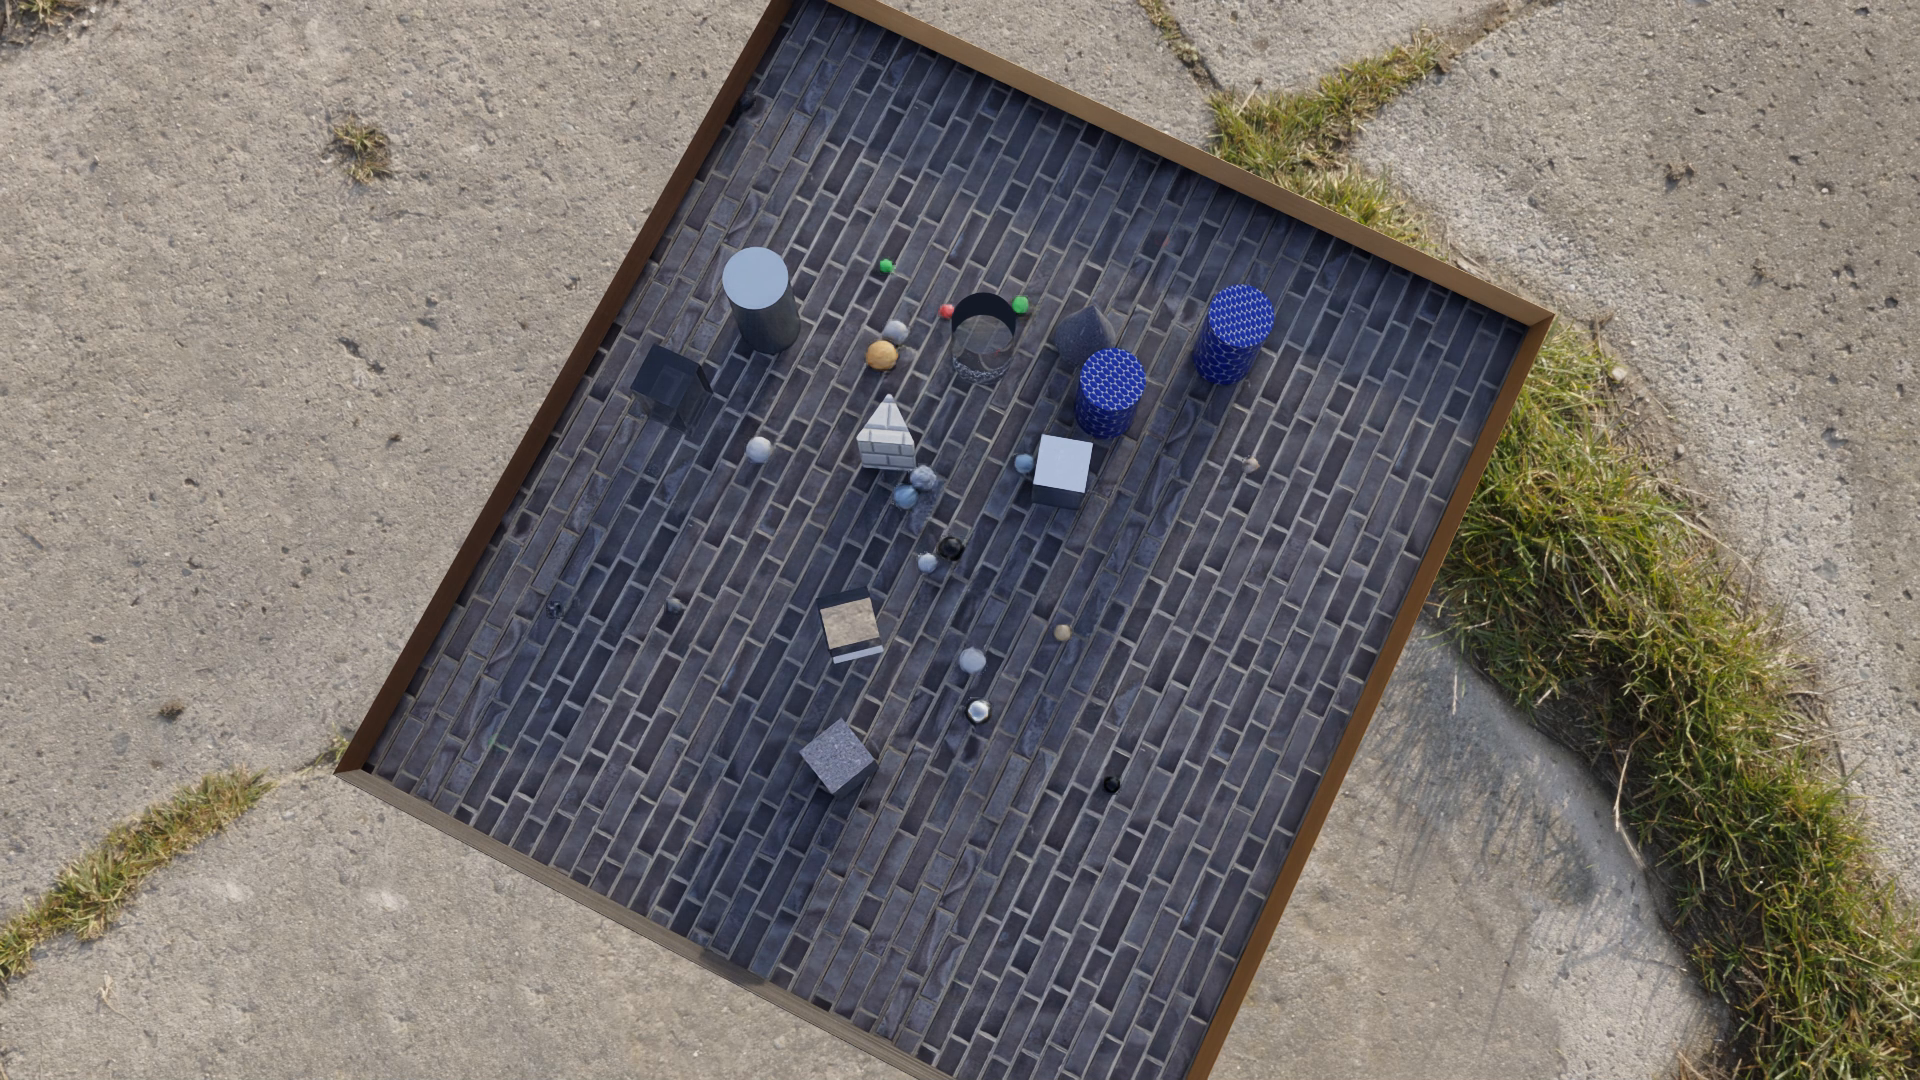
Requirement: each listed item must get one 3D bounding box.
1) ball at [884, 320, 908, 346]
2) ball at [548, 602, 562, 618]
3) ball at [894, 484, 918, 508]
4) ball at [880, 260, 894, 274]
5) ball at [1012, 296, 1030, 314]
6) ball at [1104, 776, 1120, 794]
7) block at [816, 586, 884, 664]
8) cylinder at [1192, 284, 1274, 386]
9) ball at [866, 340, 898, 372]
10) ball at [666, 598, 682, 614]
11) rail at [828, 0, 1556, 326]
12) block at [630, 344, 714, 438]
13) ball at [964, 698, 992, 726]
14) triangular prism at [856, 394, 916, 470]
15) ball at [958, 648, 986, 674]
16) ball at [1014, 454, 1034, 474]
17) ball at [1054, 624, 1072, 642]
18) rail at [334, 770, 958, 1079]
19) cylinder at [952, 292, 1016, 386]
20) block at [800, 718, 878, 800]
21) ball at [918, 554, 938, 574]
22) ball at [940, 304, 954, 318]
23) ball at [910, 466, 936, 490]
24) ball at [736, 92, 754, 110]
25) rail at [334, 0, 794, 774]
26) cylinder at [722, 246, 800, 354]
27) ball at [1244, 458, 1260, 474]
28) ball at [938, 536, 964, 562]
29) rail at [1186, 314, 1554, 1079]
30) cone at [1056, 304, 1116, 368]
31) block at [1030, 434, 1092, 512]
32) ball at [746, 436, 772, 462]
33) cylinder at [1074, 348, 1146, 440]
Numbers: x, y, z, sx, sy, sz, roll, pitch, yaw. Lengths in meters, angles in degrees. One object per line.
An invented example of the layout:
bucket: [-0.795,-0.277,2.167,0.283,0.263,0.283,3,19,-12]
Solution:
ball: [-0.201,-0.646,5.711,0.076,0.076,0.076,0,78,0]
ball: [-1.227,0.211,5.550,0.046,0.046,0.046,0,78,0]
ball: [-0.164,-0.133,5.607,0.073,0.073,0.073,0,78,0]
ball: [-0.232,-0.862,5.772,0.044,0.044,0.044,0,78,0]
ball: [0.188,-0.735,5.740,0.056,0.056,0.056,0,78,0]
ball: [0.451,0.726,5.440,0.051,0.051,0.051,0,78,0]
block: [-0.324,0.253,5.412,0.153,0.297,0.153,-14,79,-3]
cylinder: [0.823,-0.616,5.545,0.192,0.389,0.192,0,78,0]
ball: [-0.242,-0.571,5.686,0.096,0.096,0.096,0,78,0]
ball: [-0.867,0.198,5.551,0.048,0.048,0.048,0,78,0]
rail: [0.638,-1.243,5.809,2.647,0.125,0.045,26,80,5]
block: [-0.867,-0.449,5.545,0.153,0.322,0.153,25,79,5]
ball: [0.054,0.512,5.469,0.081,0.081,0.081,0,78,0]
triangular prism: [-0.213,-0.325,5.517,0.166,0.326,0.144,5,78,1]
ball: [0.037,0.364,5.499,0.082,0.082,0.082,0,78,0]
ball: [0.199,-0.234,5.633,0.062,0.062,0.062,0,78,0]
ball: [0.309,0.280,5.531,0.054,0.054,0.054,0,78,0]
rail: [-0.638,1.256,5.292,2.647,0.125,0.045,26,80,5]
cylinder: [0.070,-0.608,5.577,0.192,0.325,0.192,0,78,0]
block: [-0.348,0.640,5.329,0.153,0.304,0.153,-39,81,-7]
ball: [-0.098,0.071,5.571,0.060,0.060,0.060,0,78,0]
ball: [-0.038,-0.717,5.742,0.045,0.045,0.045,0,78,0]
ball: [-0.114,-0.190,5.616,0.079,0.079,0.079,0,78,0]
ball: [-0.689,-1.408,5.879,0.056,0.056,0.056,0,78,0]
rail: [-1.163,-0.563,5.668,0.045,0.125,2.900,26,80,5]
cylinder: [-0.596,-0.719,5.546,0.192,0.430,0.192,0,78,0]
ball: [0.897,-0.230,5.640,0.047,0.047,0.047,0,78,0]
ball: [-0.027,0.026,5.571,0.078,0.078,0.078,0,78,0]
rail: [1.163,0.576,5.433,0.045,0.125,2.900,26,80,5]
cone: [0.394,-0.663,5.583,0.192,0.335,0.192,0,78,0]
block: [0.305,-0.201,5.532,0.153,0.247,0.153,10,78,2]
ball: [-0.617,-0.278,5.633,0.081,0.081,0.081,0,78,0]
cylinder: [0.450,-0.439,5.541,0.192,0.327,0.192,0,78,0]
